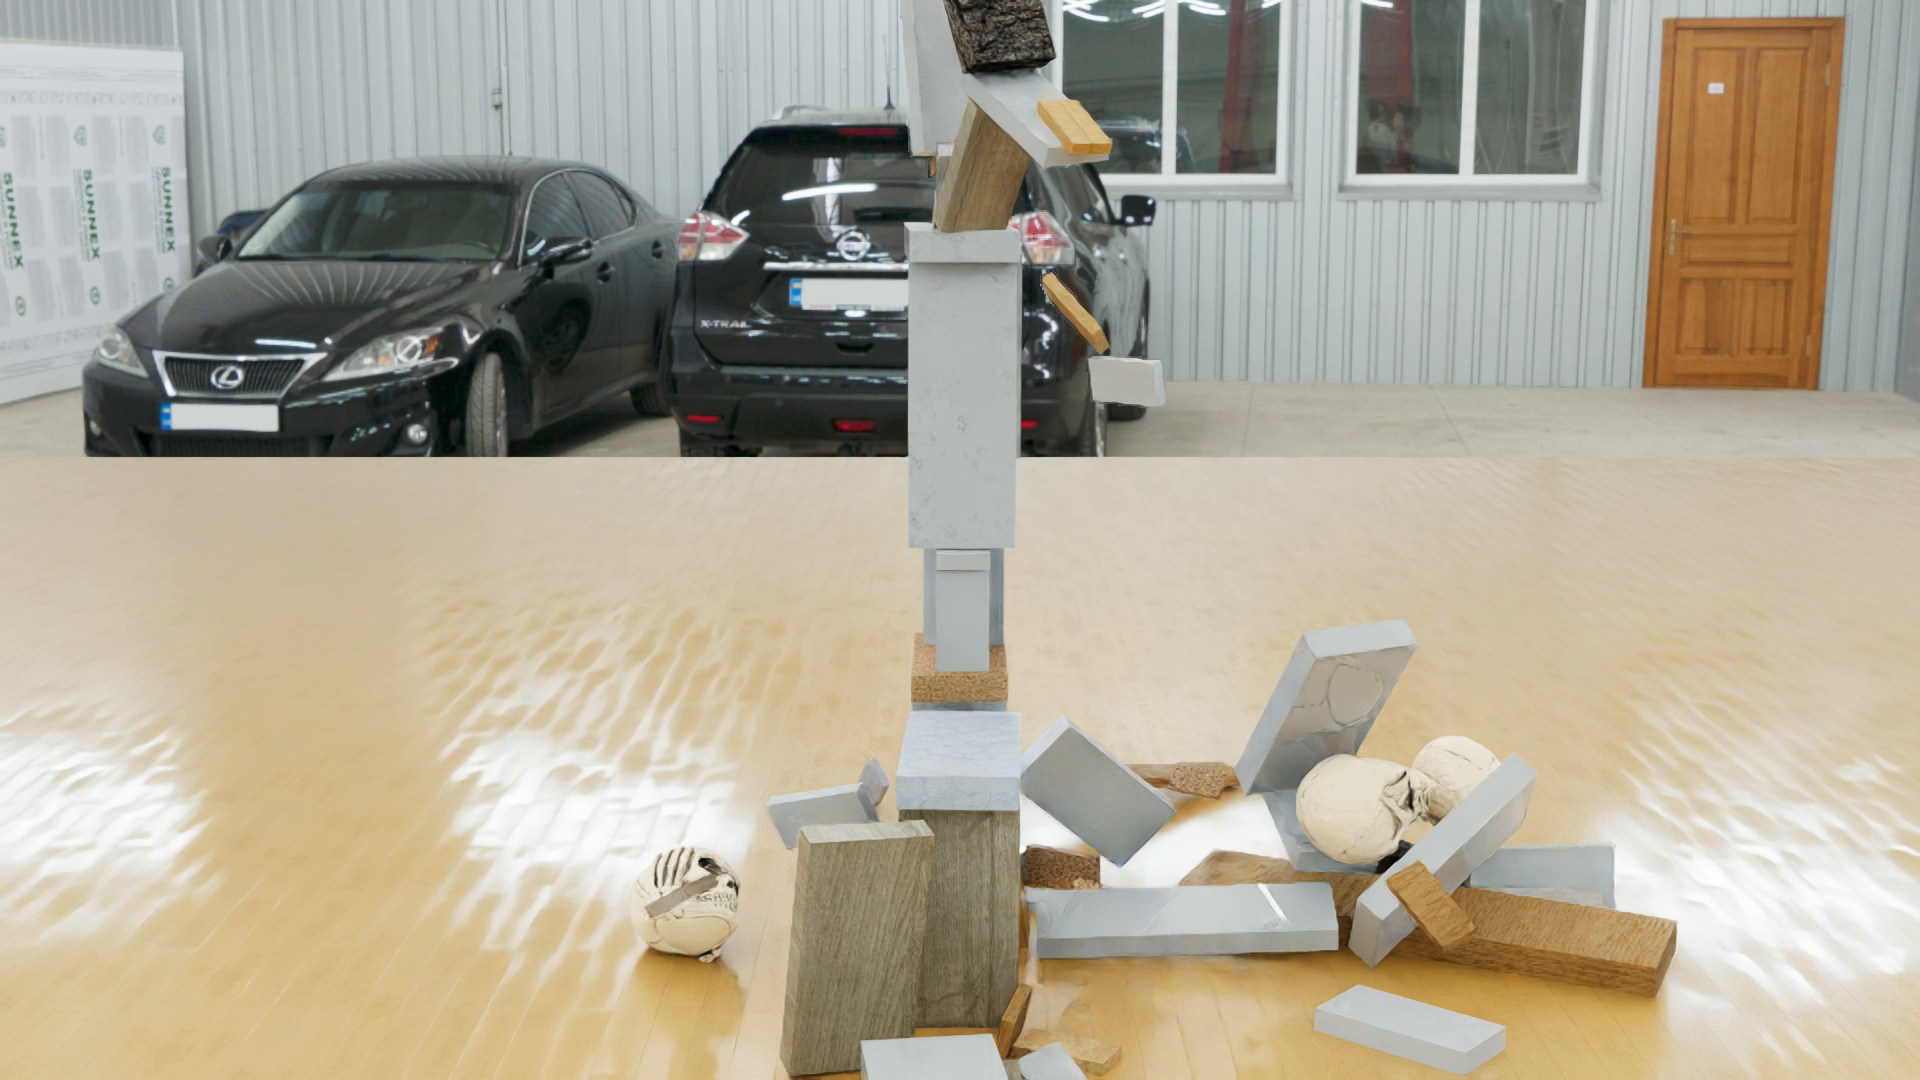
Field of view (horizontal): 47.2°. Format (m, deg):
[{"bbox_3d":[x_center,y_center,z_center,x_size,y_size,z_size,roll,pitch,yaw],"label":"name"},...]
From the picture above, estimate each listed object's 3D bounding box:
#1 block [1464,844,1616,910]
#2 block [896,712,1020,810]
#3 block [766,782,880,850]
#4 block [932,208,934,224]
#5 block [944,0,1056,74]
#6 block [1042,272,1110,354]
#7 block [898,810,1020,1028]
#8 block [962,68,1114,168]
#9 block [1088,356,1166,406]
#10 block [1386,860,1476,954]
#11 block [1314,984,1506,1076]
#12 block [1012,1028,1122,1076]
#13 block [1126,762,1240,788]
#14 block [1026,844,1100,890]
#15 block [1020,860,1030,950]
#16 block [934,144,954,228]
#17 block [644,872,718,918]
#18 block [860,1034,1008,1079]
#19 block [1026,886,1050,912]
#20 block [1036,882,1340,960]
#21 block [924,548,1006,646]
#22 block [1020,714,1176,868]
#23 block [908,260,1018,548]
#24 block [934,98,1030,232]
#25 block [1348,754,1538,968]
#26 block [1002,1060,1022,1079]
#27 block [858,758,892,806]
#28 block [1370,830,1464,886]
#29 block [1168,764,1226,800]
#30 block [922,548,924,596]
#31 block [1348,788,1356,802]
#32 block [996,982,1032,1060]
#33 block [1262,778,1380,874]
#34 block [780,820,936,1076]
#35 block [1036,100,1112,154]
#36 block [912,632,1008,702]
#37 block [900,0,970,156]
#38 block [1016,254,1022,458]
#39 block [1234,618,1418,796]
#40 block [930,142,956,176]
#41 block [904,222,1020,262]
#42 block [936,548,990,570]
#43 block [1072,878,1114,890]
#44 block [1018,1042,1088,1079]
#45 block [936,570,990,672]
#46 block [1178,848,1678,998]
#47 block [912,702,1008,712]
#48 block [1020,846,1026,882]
[{"bbox_3d":[0.933,0.552,3.539,0.235,0.117,0.033,-1,-1,-3],"label":"block"},{"bbox_3d":[0.002,0.315,3.167,0.168,0.048,0.337,0,11,2],"label":"block"},{"bbox_3d":[-0.205,0.417,3.319,0.165,0.082,0.023,-12,23,29],"label":"block"},{"bbox_3d":[0.007,-0.573,3.680,0.089,0.025,0.178,0,-15,-6],"label":"block"},{"bbox_3d":[0.039,-0.875,3.401,0.149,0.298,0.042,-12,-5,-31],"label":"block"},{"bbox_3d":[0.177,-0.347,3.363,0.130,0.018,0.065,51,-2,27],"label":"block"},{"bbox_3d":[-0.001,0.523,3.105,0.168,0.337,0.048,0,13,0],"label":"block"},{"bbox_3d":[0.117,-0.648,3.352,0.119,0.034,0.238,-12,45,-31],"label":"block"},{"bbox_3d":[0.249,-0.238,3.290,0.018,0.065,0.131,-21,21,-40],"label":"block"},{"bbox_3d":[0.532,0.413,2.484,0.046,0.013,0.104,-27,54,-14],"label":"block"},{"bbox_3d":[0.628,0.683,3.076,0.235,0.033,0.117,9,14,40],"label":"block"},{"bbox_3d":[0.147,0.702,3.015,0.135,0.019,0.067,5,12,27],"label":"block"},{"bbox_3d":[0.358,0.447,4.162,0.433,0.022,0.079,3,12,-35],"label":"block"},{"bbox_3d":[0.172,0.553,3.689,0.131,0.066,0.019,7,12,31],"label":"block"},{"bbox_3d":[0.086,0.545,3.419,0.023,0.165,0.082,-6,22,6],"label":"block"},{"bbox_3d":[0.006,-0.575,3.580,0.089,0.025,0.178,-1,-31,-4],"label":"block"},{"bbox_3d":[-0.408,0.522,3.231,0.071,0.020,0.142,-29,-6,7],"label":"block"},{"bbox_3d":[-0.021,0.699,2.684,0.171,0.049,0.343,-1,11,-7],"label":"block"},{"bbox_3d":[0.130,0.591,3.610,0.131,0.019,0.066,3,11,17],"label":"block"},{"bbox_3d":[0.349,0.590,3.414,0.460,0.037,0.132,-3,24,4],"label":"block"},{"bbox_3d":[0.008,0.043,3.851,0.140,0.279,0.040,1,9,4],"label":"block"},{"bbox_3d":[0.209,0.403,3.501,0.264,0.132,0.037,40,8,-28],"label":"block"},{"bbox_3d":[0.003,-0.224,3.650,0.178,0.474,0.050,0,7,-1],"label":"block"},{"bbox_3d":[0.045,-0.595,3.486,0.119,0.238,0.034,-6,48,-25],"label":"block"},{"bbox_3d":[0.733,0.487,3.338,0.347,0.174,0.049,-38,61,-20],"label":"block"},{"bbox_3d":[0.001,0.768,2.580,0.171,0.049,0.644,0,11,-2],"label":"block"},{"bbox_3d":[-0.160,0.452,4.094,0.016,0.058,0.116,-25,-18,-23],"label":"block"},{"bbox_3d":[0.737,0.539,3.648,0.246,0.034,0.119,13,-28,51],"label":"block"},{"bbox_3d":[0.403,0.410,3.737,0.093,0.046,0.013,7,-22,34],"label":"block"},{"bbox_3d":[0.003,0.059,4.045,0.139,0.382,0.040,0,10,3],"label":"block"},{"bbox_3d":[0.612,0.445,3.648,0.093,0.046,0.013,-18,36,-8],"label":"block"},{"bbox_3d":[0.072,0.671,3.043,0.019,0.067,0.135,15,13,9],"label":"block"},{"bbox_3d":[0.562,0.428,3.499,0.132,0.037,0.264,4,31,-13],"label":"block"},{"bbox_3d":[-0.138,0.545,2.937,0.171,0.343,0.049,-1,19,-21],"label":"block"},{"bbox_3d":[0.170,-0.618,3.287,0.065,0.018,0.131,-6,42,-24],"label":"block"},{"bbox_3d":[-0.001,0.218,3.801,0.160,0.045,0.319,0,11,0],"label":"block"},{"bbox_3d":[-0.018,-0.818,3.627,0.149,0.366,0.042,-5,0,-30],"label":"block"},{"bbox_3d":[0.015,-0.322,3.855,0.178,0.356,0.050,-2,11,-10],"label":"block"},{"bbox_3d":[0.556,0.259,3.370,0.174,0.347,0.049,-6,51,-21],"label":"block"},{"bbox_3d":[0.034,-0.632,3.569,0.089,0.025,0.178,3,-17,-31],"label":"block"},{"bbox_3d":[-0.002,-0.506,3.729,0.178,0.050,0.356,0,10,-3],"label":"block"},{"bbox_3d":[0.004,0.021,3.702,0.088,0.025,0.176,0,11,-1],"label":"block"},{"bbox_3d":[0.212,0.589,3.554,0.066,0.019,0.131,13,17,4],"label":"block"},{"bbox_3d":[0.123,0.711,2.908,0.067,0.019,0.135,-21,15,-11],"label":"block"},{"bbox_3d":[0.004,0.131,3.661,0.088,0.176,0.025,0,11,0],"label":"block"},{"bbox_3d":[0.723,0.595,3.463,0.754,0.049,0.174,5,17,27],"label":"block"},{"bbox_3d":[-0.001,0.416,3.730,0.160,0.320,0.045,0,11,0],"label":"block"},{"bbox_3d":[0.080,0.558,3.690,0.016,0.056,0.113,7,13,34],"label":"block"}]
